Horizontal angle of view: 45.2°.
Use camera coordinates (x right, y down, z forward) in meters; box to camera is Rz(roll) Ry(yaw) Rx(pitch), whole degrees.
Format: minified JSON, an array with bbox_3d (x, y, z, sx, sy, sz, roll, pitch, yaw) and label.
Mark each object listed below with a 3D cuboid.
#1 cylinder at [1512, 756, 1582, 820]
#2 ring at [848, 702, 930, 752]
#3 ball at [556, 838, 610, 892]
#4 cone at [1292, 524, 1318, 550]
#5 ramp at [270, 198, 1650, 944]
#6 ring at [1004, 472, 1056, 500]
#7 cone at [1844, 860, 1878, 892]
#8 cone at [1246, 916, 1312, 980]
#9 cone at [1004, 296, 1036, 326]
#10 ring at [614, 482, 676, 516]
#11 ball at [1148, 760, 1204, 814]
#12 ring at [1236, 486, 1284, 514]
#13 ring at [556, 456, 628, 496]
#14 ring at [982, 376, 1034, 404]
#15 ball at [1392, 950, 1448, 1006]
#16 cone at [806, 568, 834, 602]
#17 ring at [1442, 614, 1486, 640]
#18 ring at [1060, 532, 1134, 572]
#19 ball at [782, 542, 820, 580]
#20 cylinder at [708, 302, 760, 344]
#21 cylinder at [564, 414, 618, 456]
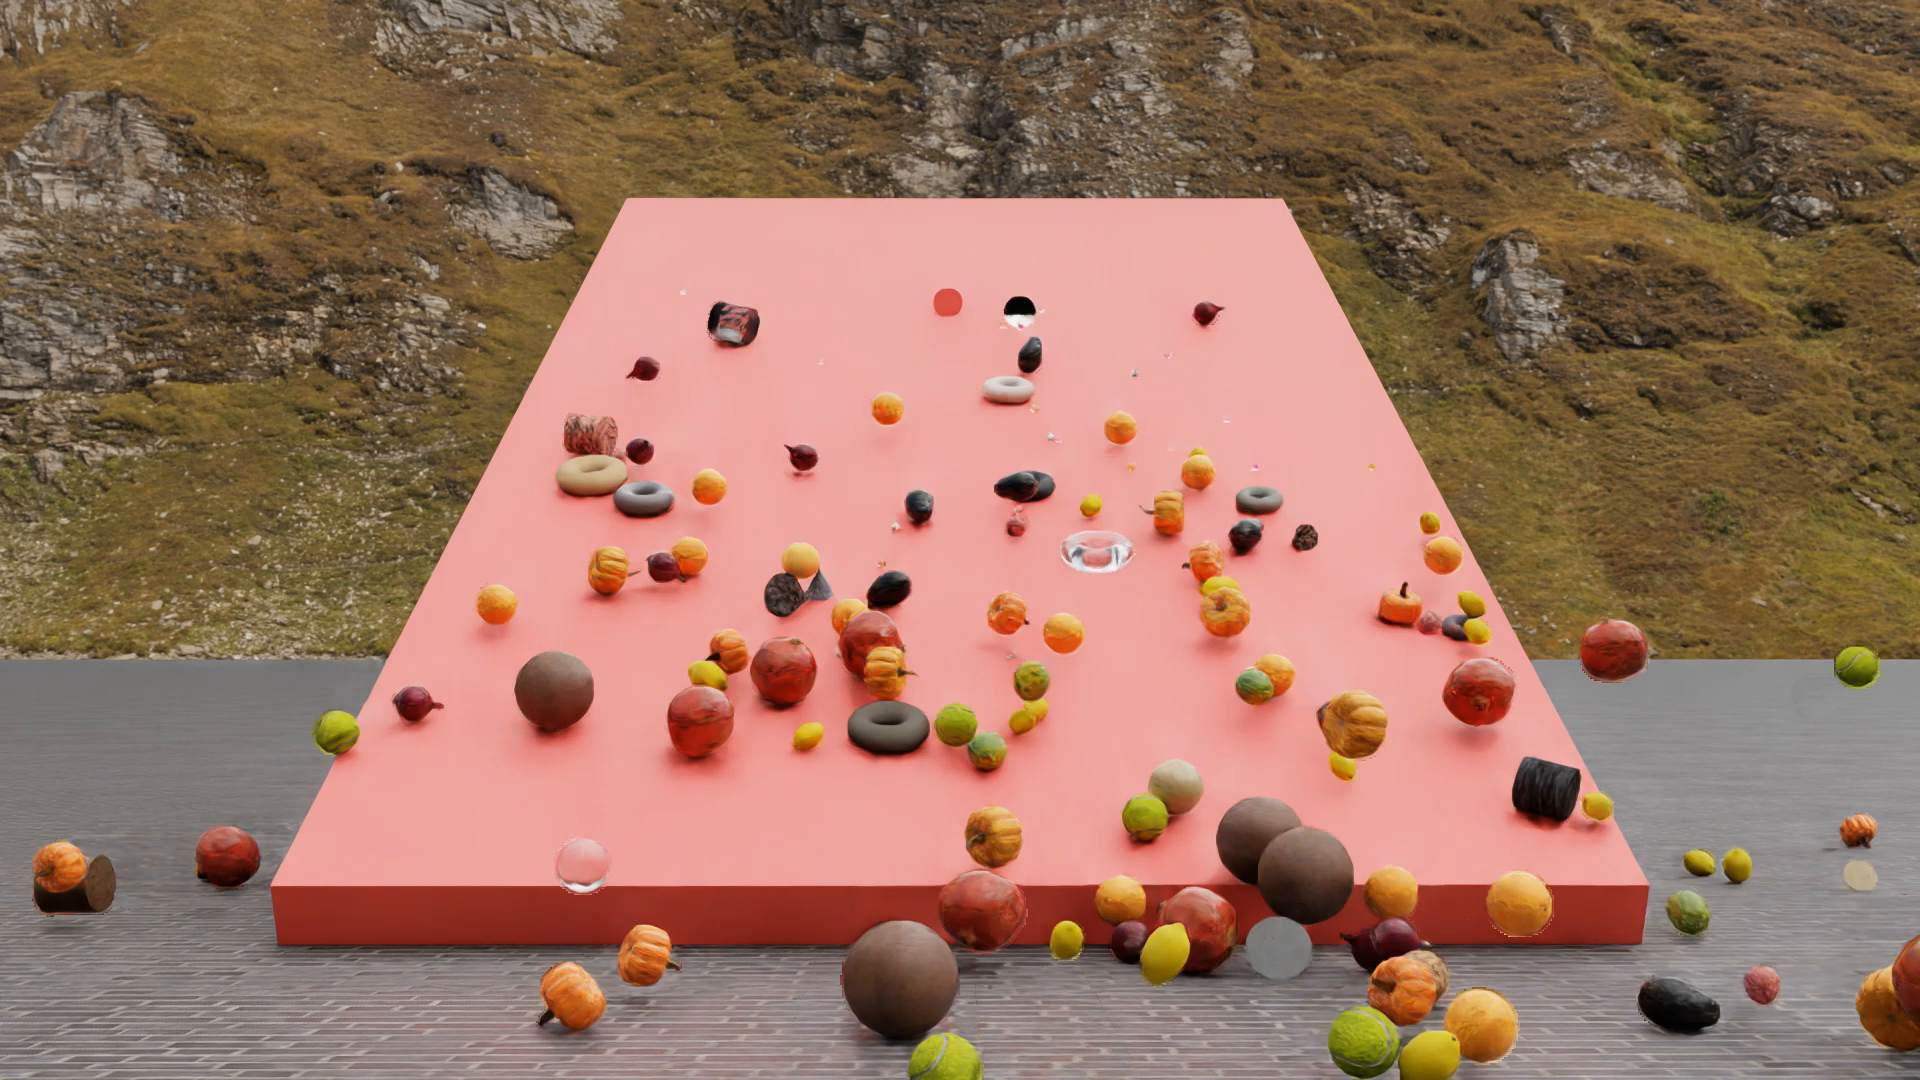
[{"bbox_3d":[0.899,0.380,3.537,0.080,0.080,0.080,14,5,30],"label":"cylinder"},{"bbox_3d":[-0.116,0.304,3.758,0.135,0.045,0.135,1,22,0],"label":"ring"},{"bbox_3d":[-0.542,0.469,3.320,0.078,0.078,0.078,0,-3,0],"label":"ball"},{"bbox_3d":[0.666,-0.003,4.524,0.053,0.053,0.053,1,-6,-23],"label":"cone"},{"bbox_3d":[-0.007,-0.224,5.210,2.000,0.100,4.000,0,23,0],"label":"ramp"},{"bbox_3d":[0.143,-0.113,4.770,0.108,0.036,0.108,1,22,0],"label":"ring"},{"bbox_3d":[1.620,0.619,4.175,0.060,0.060,0.060,0,-30,1],"label":"cone"},{"bbox_3d":[0.422,0.558,3.071,0.088,0.088,0.088,0,-30,5],"label":"cone"},{"bbox_3d":[0.152,-0.574,5.872,0.081,0.081,0.081,0,-6,-1],"label":"cone"},{"bbox_3d":[-0.641,-0.085,4.690,0.126,0.042,0.126,1,22,0],"label":"ring"},{"bbox_3d":[0.329,0.377,3.517,0.084,0.084,0.084,0,-3,0],"label":"ball"},{"bbox_3d":[0.611,-0.082,4.703,0.097,0.032,0.097,-1,24,0],"label":"ring"},{"bbox_3d":[-0.765,-0.135,4.799,0.149,0.050,0.149,-1,23,1],"label":"ring"},{"bbox_3d":[0.111,-0.347,5.325,0.118,0.039,0.118,1,22,0],"label":"ring"},{"bbox_3d":[0.559,0.531,2.802,0.067,0.067,0.067,0,-3,0],"label":"ball"},{"bbox_3d":[-0.261,0.077,4.284,0.055,0.055,0.055,1,26,0],"label":"cone"},{"bbox_3d":[0.904,0.157,4.141,0.078,0.026,0.078,1,24,0],"label":"ring"},{"bbox_3d":[0.263,0.022,4.434,0.141,0.047,0.141,-1,22,0],"label":"ring"},{"bbox_3d":[-0.295,0.038,4.272,0.070,0.070,0.070,0,-3,0],"label":"ball"},{"bbox_3d":[-0.559,-0.535,5.695,0.091,0.091,0.091,14,3,23],"label":"cylinder"},{"bbox_3d":[-0.795,-0.226,4.966,0.085,0.085,0.085,7,-1,18],"label":"cylinder"}]
